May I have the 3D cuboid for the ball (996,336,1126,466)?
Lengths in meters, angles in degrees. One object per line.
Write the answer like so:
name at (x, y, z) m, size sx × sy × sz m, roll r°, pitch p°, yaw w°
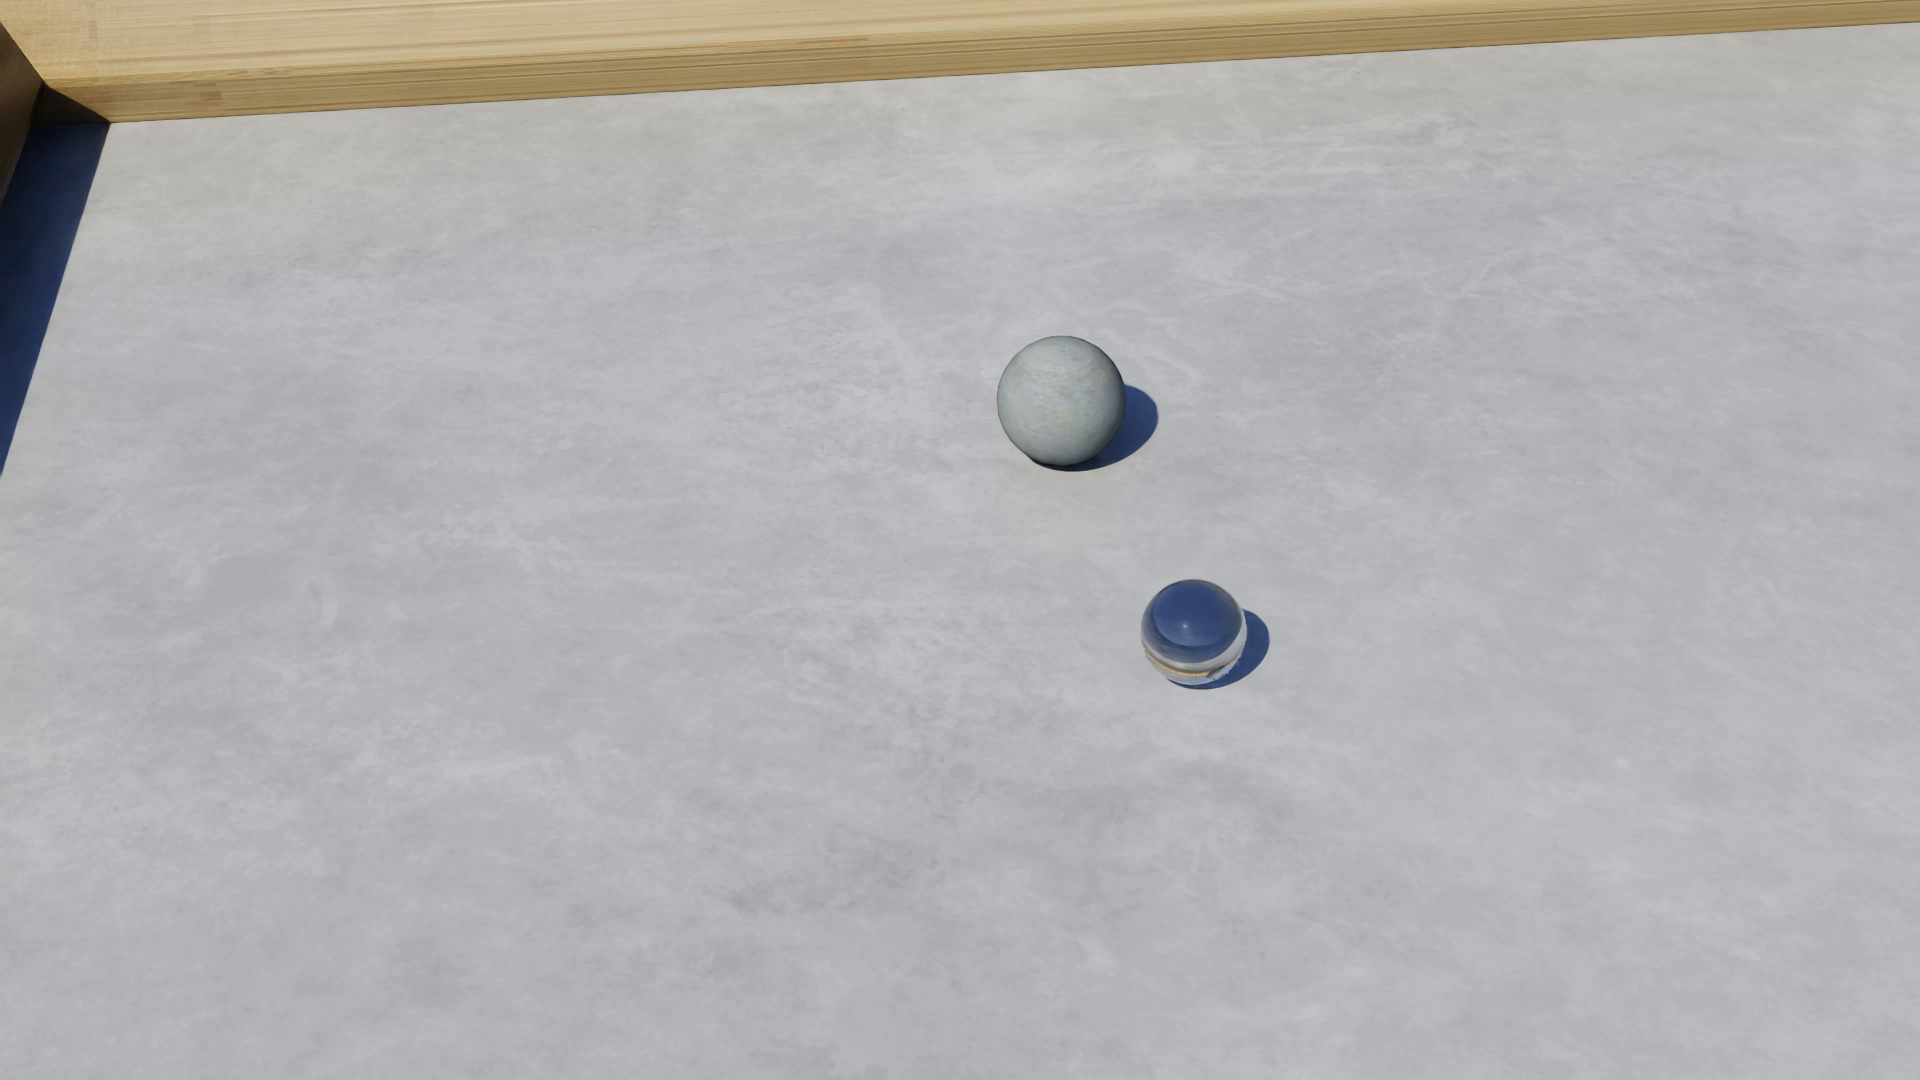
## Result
ball at (0.070, -0.097, 1.783) m, size 0.090 × 0.090 × 0.090 m, roll 0°, pitch 36°, yaw 0°

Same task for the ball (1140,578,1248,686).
ball at (0.145, 0.057, 1.590) m, size 0.066 × 0.066 × 0.066 m, roll 0°, pitch 36°, yaw 0°

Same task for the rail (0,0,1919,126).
rail at (0.630, -0.501, 2.319) m, size 2.920 × 0.117 × 0.045 m, roll -4°, pitch 36°, yaw -6°

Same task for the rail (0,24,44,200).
rail at (-0.701, 0.036, 1.574) m, size 0.045 × 0.117 × 1.532 m, roll -4°, pitch 36°, yaw -6°
